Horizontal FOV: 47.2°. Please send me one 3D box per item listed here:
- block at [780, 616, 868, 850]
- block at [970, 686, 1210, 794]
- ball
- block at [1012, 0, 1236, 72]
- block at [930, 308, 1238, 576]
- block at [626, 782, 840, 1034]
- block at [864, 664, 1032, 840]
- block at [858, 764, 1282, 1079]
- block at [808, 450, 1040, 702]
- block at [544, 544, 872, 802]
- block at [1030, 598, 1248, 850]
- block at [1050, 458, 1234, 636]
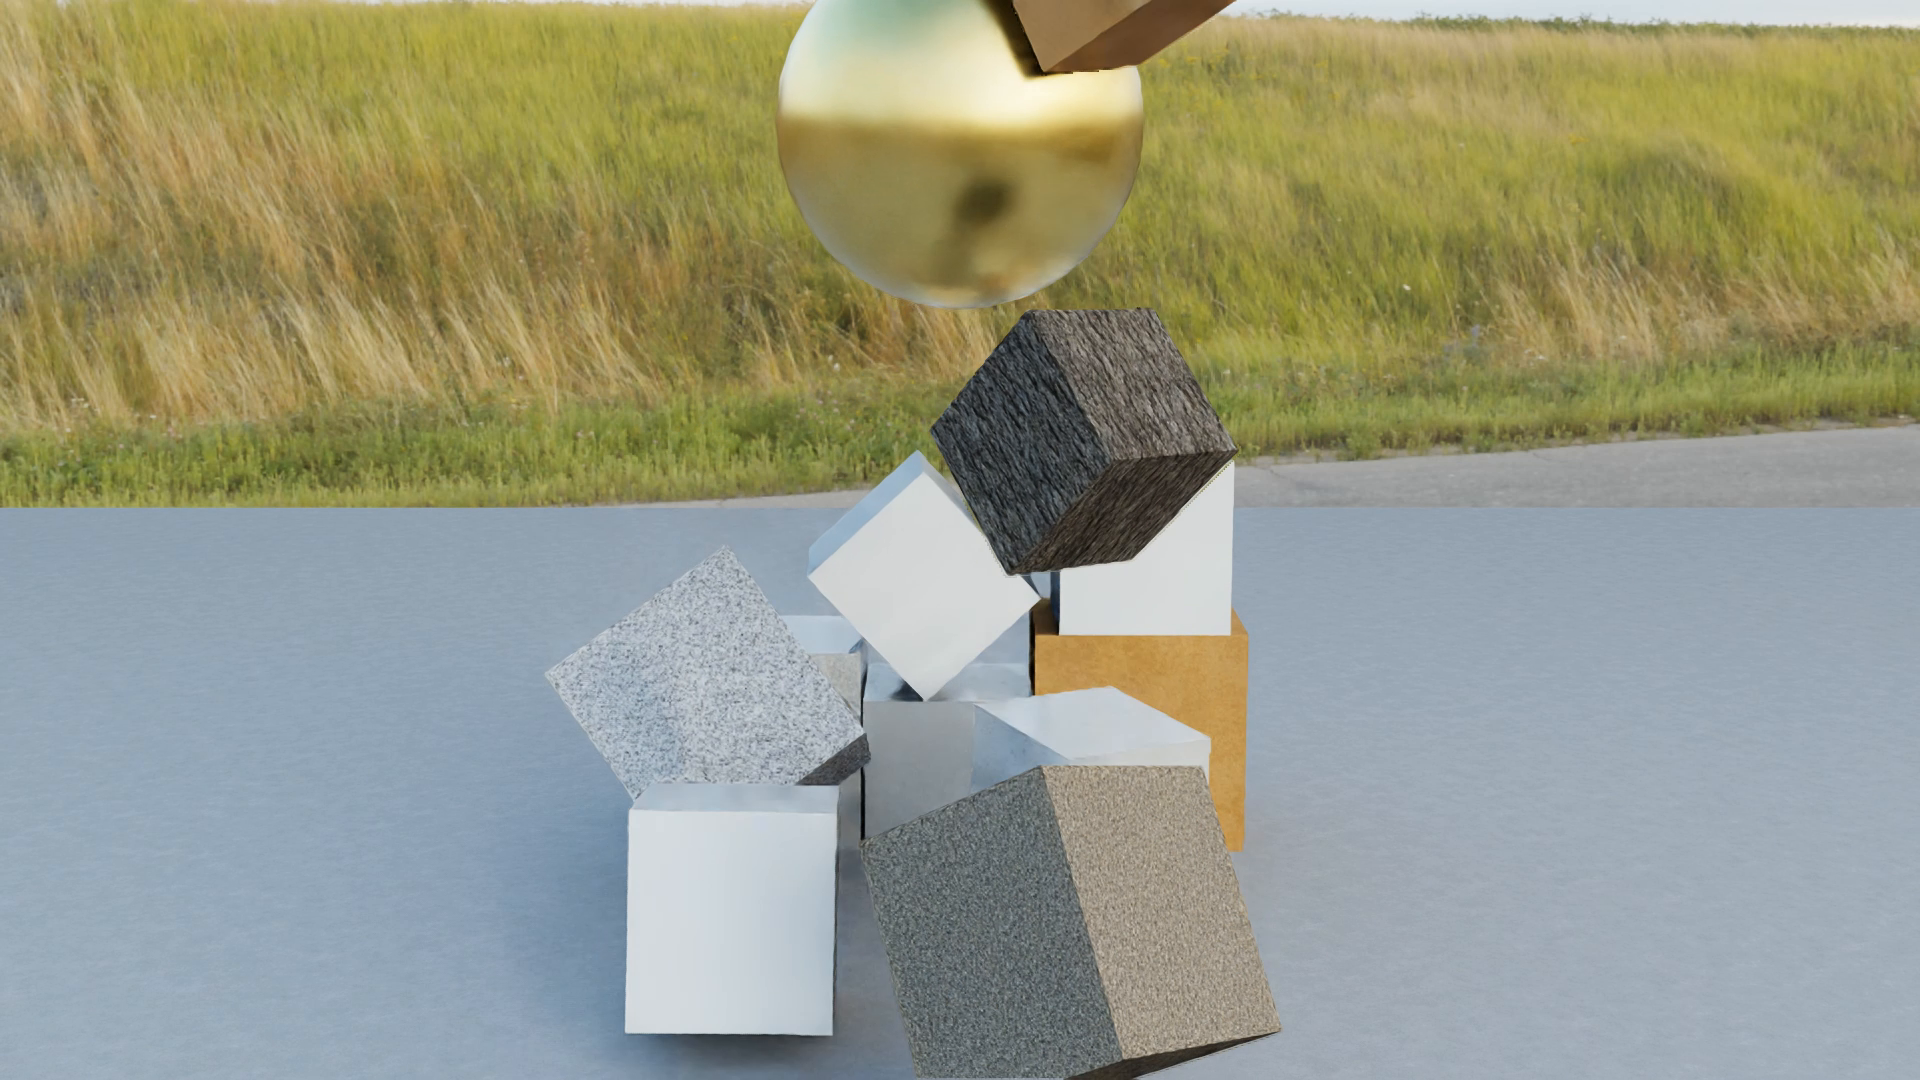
[{"bbox_3d":[-0.955,0.979,11.357,0.930,1.010,0.860,0,10,0],"label":"block"},{"bbox_3d":[0.562,1.178,9.793,0.726,0.785,0.803,-5,16,-29],"label":"block"},{"bbox_3d":[0.000,-1.805,9.531,1.600,1.600,1.600,0,10,0],"label":"ball"},{"bbox_3d":[0.633,-2.378,8.705,0.723,0.754,0.663,-26,-5,41],"label":"block"},{"bbox_3d":[0.456,-0.377,8.280,0.667,0.679,0.713,-6,-31,-41],"label":"block"},{"bbox_3d":[-0.885,1.446,8.754,0.783,0.845,0.822,1,1,-2],"label":"block"},{"bbox_3d":[-0.059,1.102,11.375,0.842,0.763,0.801,0,10,0],"label":"block"},{"bbox_3d":[0.392,1.401,7.758,0.839,0.986,1.019,-27,-21,33],"label":"block"},{"bbox_3d":[-0.196,0.166,11.163,0.771,0.859,0.779,-42,10,4],"label":"block"},{"bbox_3d":[-1.138,0.830,10.217,0.995,1.060,0.977,-36,-10,-8],"label":"block"},{"bbox_3d":[0.896,0.931,11.350,1.048,1.106,0.889,0,10,0],"label":"block"},{"bbox_3d":[0.904,-0.034,11.163,0.840,0.860,0.886,0,10,-1],"label":"block"}]
